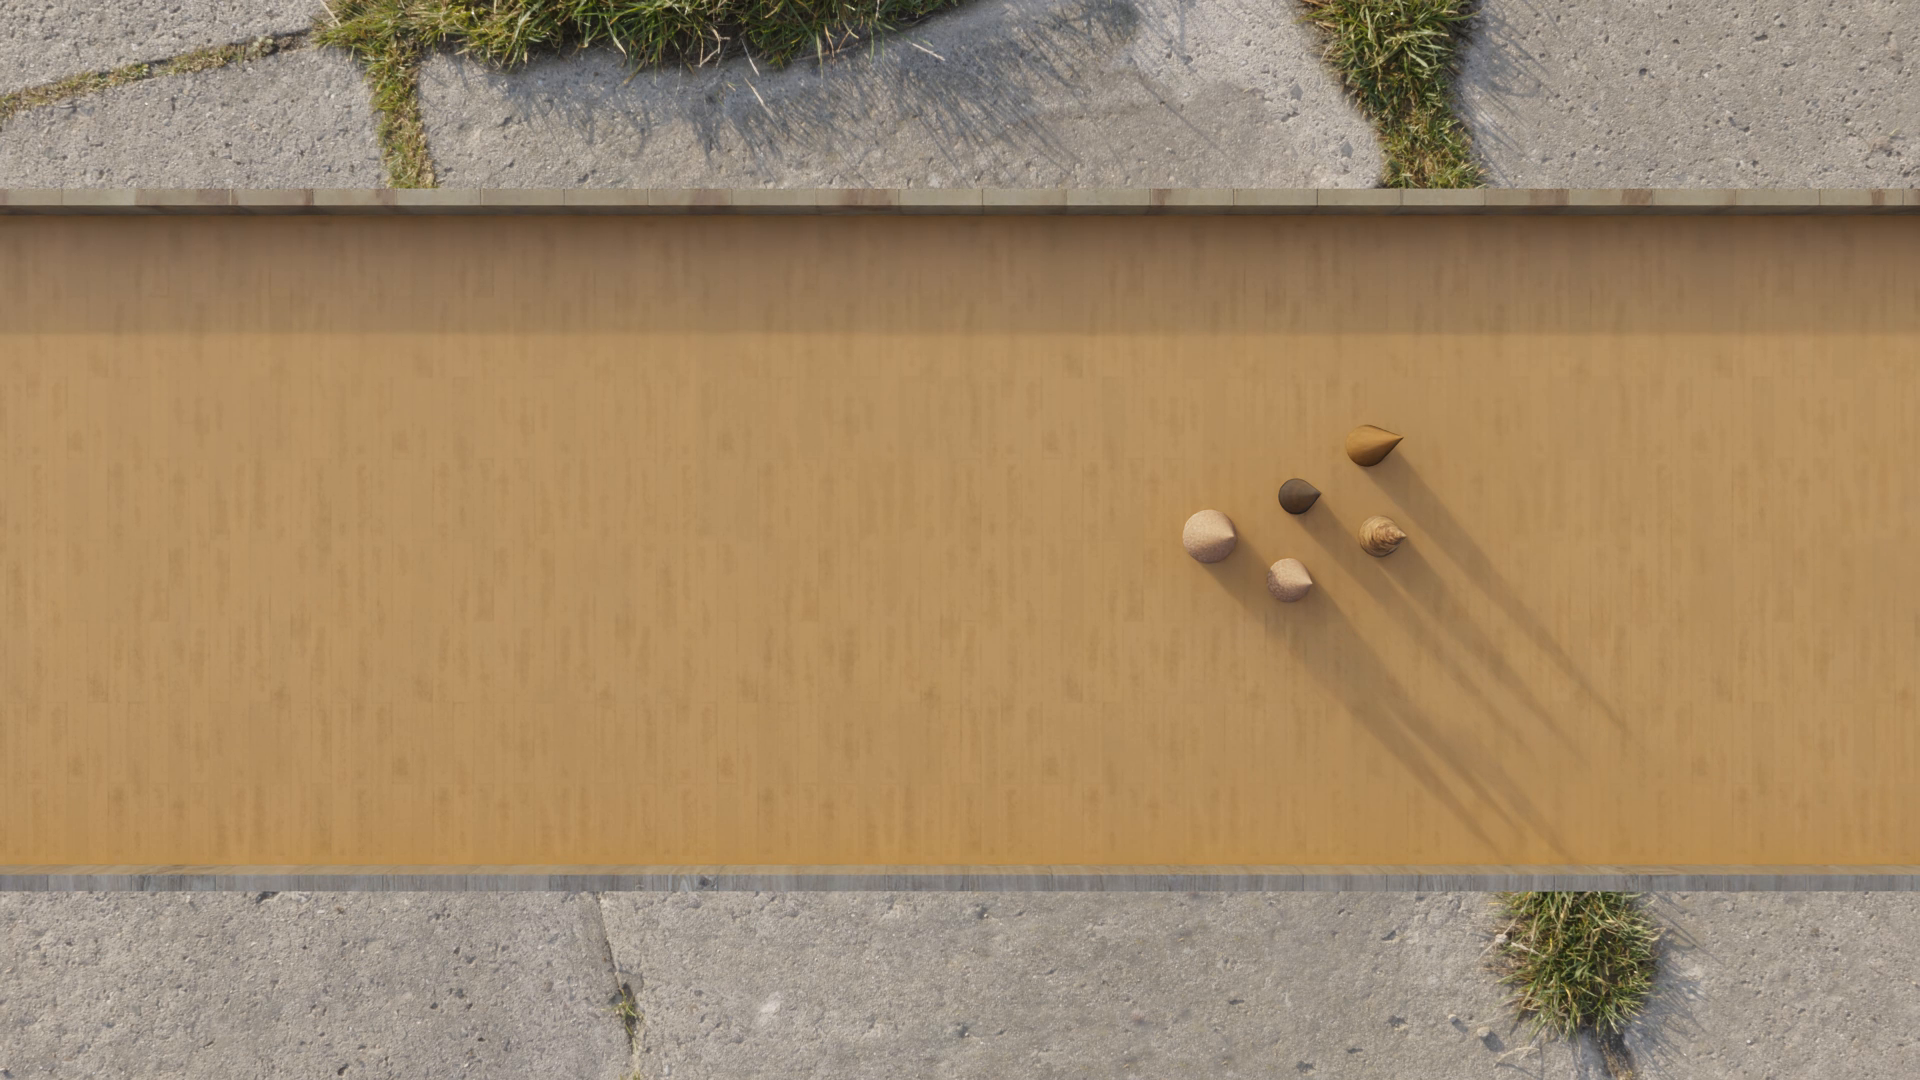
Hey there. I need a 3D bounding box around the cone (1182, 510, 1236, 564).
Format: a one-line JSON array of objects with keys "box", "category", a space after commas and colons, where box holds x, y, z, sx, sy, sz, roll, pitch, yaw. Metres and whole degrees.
[{"box": [0.769, -0.010, 4.851, 0.166, 0.452, 0.166, 0, 90, 0], "category": "cone"}]

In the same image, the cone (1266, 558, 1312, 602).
[{"box": [1.012, 0.125, 4.906, 0.136, 0.342, 0.136, 0, 90, 0], "category": "cone"}]

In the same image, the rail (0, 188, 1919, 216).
[{"box": [-2.247, -1.025, 5.002, 12.000, 0.150, 0.050, 0, 90, 0], "category": "rail"}]

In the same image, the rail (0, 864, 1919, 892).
[{"box": [-2.247, 1.025, 5.001, 12.000, 0.150, 0.050, 0, 90, 0], "category": "rail"}]

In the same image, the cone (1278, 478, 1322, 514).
[{"box": [1.035, -0.134, 4.897, 0.111, 0.359, 0.111, 0, 90, 0], "category": "cone"}]

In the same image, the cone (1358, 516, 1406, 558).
[{"box": [1.291, -0.012, 4.920, 0.130, 0.313, 0.130, 0, 90, 0], "category": "cone"}]

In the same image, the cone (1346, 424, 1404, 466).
[{"box": [1.253, -0.290, 4.865, 0.129, 0.422, 0.129, 0, 90, 0], "category": "cone"}]
